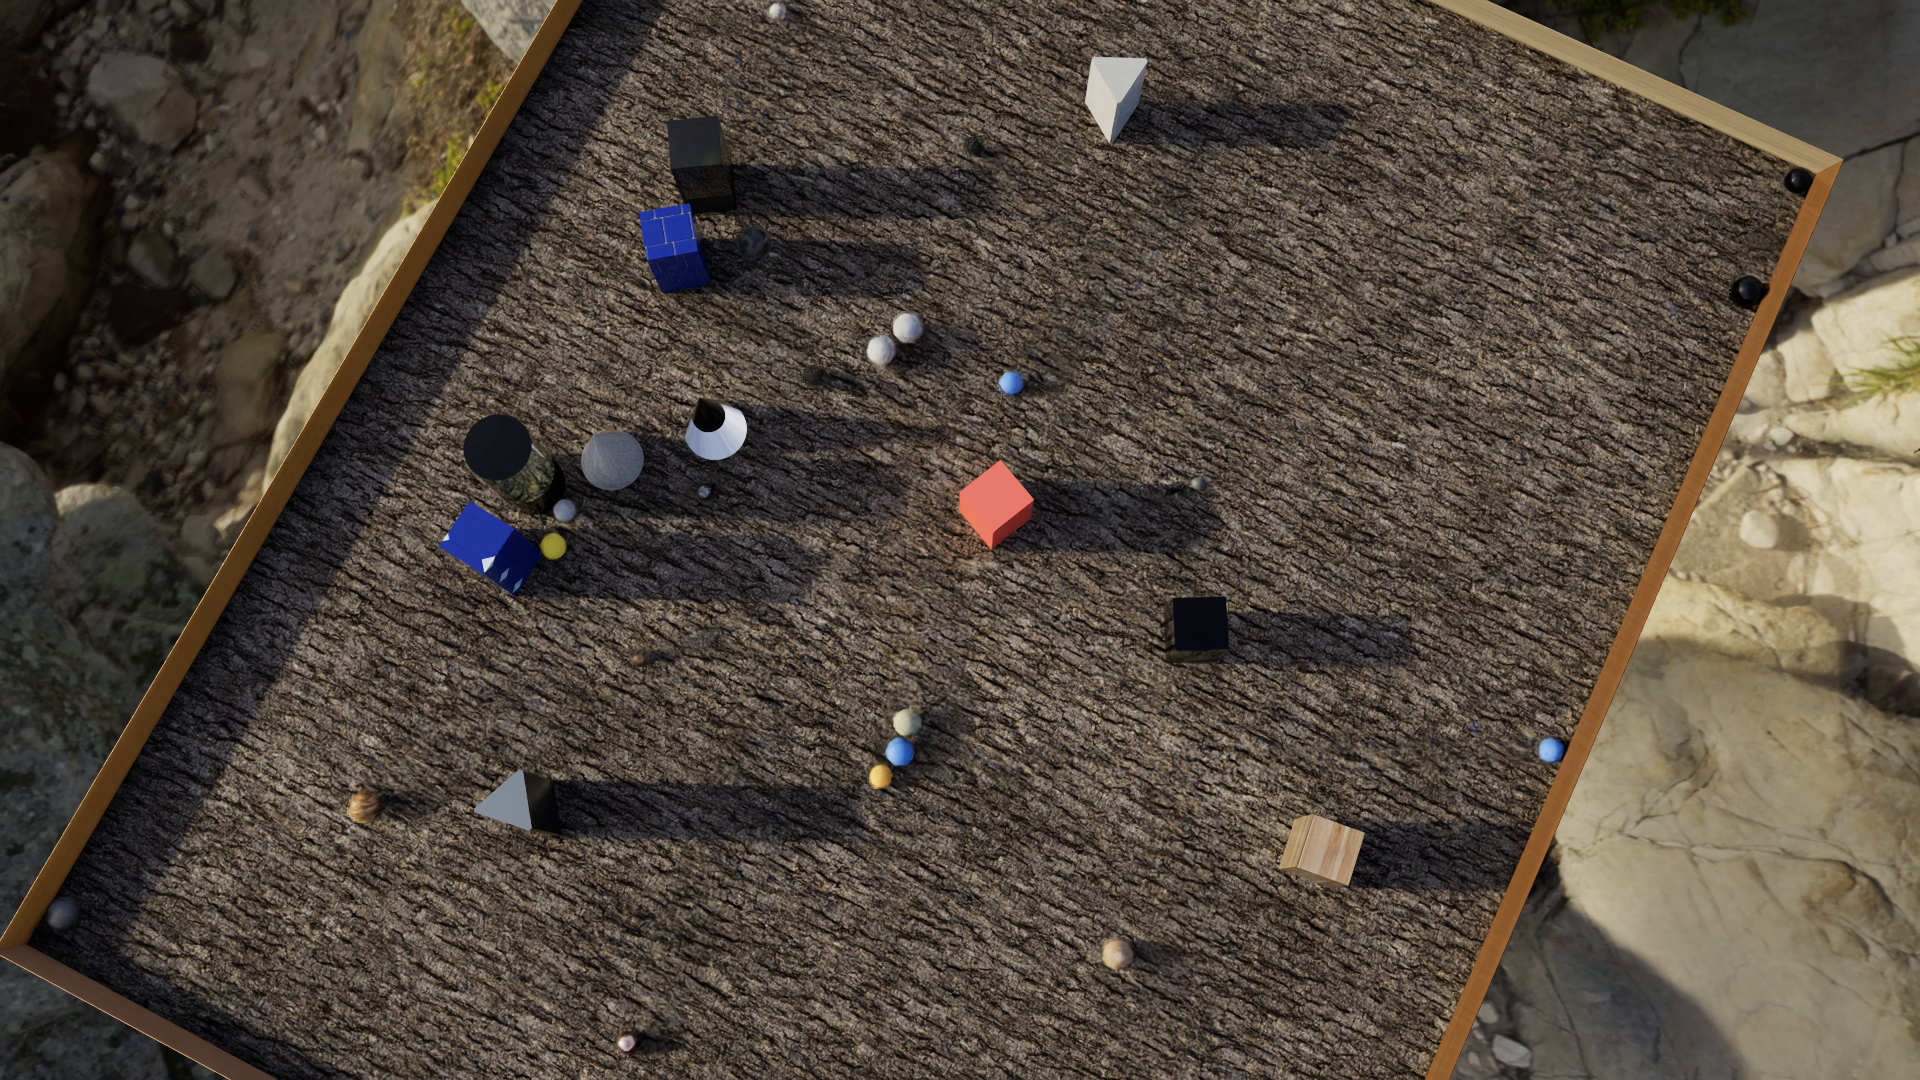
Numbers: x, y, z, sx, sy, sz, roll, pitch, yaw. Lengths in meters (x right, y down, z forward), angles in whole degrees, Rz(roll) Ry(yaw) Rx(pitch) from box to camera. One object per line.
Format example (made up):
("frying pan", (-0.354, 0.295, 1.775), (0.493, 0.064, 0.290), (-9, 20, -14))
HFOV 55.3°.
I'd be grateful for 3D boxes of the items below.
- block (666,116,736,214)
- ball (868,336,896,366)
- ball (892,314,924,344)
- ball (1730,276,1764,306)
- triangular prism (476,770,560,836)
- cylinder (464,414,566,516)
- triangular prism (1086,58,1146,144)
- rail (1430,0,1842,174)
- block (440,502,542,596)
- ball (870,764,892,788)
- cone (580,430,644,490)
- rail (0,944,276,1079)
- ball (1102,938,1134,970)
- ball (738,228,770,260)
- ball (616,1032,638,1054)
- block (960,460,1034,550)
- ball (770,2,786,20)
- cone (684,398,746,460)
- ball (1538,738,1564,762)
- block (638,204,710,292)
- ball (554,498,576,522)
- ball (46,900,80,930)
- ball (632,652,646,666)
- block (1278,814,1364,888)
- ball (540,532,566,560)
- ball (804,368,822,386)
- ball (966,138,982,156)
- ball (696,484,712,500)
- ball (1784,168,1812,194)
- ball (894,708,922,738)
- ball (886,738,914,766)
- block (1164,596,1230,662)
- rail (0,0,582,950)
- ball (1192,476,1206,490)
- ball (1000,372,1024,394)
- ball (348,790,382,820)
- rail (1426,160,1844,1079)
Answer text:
("block", (-0.796, -1.156, 5.672), (0.155, 0.360, 0.155), (-6, 78, -1))
("ball", (-0.244, -0.589, 5.692), (0.090, 0.090, 0.090), (0, 78, 0))
("ball", (-0.162, -0.658, 5.704), (0.095, 0.095, 0.095), (0, 78, 0))
("ball", (2.461, -0.778, 5.728), (0.097, 0.097, 0.097), (0, 78, 0))
("triangular prism", (-1.241, 0.745, 5.263), (0.168, 0.390, 0.146), (18, 79, 4))
("cylinder", (-1.314, -0.218, 5.429), (0.194, 0.455, 0.194), (0, 78, 0))
("triangular prism", (0.467, -1.409, 5.756), (0.146, 0.299, 0.168), (31, 80, 6))
("rail", (1.027, -2.004, 5.966), (3.869, 0.126, 0.045), (26, 80, 5))
("block", (-1.381, 0.031, 5.419), (0.155, 0.374, 0.155), (31, 80, 6))
("ball", (-0.234, 0.701, 5.437), (0.068, 0.068, 0.068), (0, 78, 0))
("cone", (-1.075, -0.278, 5.521), (0.194, 0.300, 0.194), (0, 78, 0))
("rail", (-1.027, 2.017, 5.134), (3.869, 0.126, 0.045), (26, 80, 5))
("ball", (0.458, 1.204, 5.322), (0.089, 0.089, 0.089), (0, 78, 0))
("ball", (-0.647, -0.932, 5.760), (0.097, 0.097, 0.097), (0, 78, 0))
("ball", (-0.959, 1.450, 5.284), (0.063, 0.063, 0.063), (0, 78, 0))
("block", (0.108, -0.103, 5.506), (0.155, 0.258, 0.155), (-38, 81, -7))
("ball", (-0.590, -1.715, 5.945), (0.052, 0.052, 0.052), (0, 78, 0))
("cone", (-0.759, -0.379, 5.512), (0.194, 0.358, 0.194), (0, 78, 0))
("ball", (1.759, 0.626, 5.450), (0.073, 0.073, 0.073), (0, 78, 0))
("block", (-0.877, -0.897, 5.653), (0.155, 0.293, 0.155), (-11, 79, -2))
("ball", (-1.208, -0.092, 5.601), (0.068, 0.068, 0.068), (0, 78, 0))
("ball", (-2.617, 1.093, 5.344), (0.090, 0.090, 0.090), (0, 78, 0))
("ball", (-0.967, 0.358, 5.522), (0.040, 0.040, 0.040), (0, 78, 0))
("block", (1.041, 0.899, 5.288), (0.155, 0.279, 0.155), (19, 79, 4))
("ball", (-1.237, 0.018, 5.572), (0.079, 0.079, 0.079), (0, 78, 0))
("ball", (-0.454, -0.507, 5.693), (0.056, 0.056, 0.056), (0, 78, 0))
("ball", (0.046, -1.252, 5.848), (0.054, 0.054, 0.054), (0, 78, 0))
("ball", (-0.783, -0.148, 5.622), (0.050, 0.050, 0.050), (0, 78, 0))
("ball", (2.657, -1.136, 5.810), (0.081, 0.081, 0.081), (0, 78, 0))
("ball", (-0.156, 0.545, 5.460), (0.086, 0.086, 0.086), (0, 78, 0))
("ball", (-0.177, 0.630, 5.443), (0.085, 0.085, 0.085), (0, 78, 0))
("block", (0.697, 0.268, 5.430), (0.155, 0.256, 0.155), (-2, 78, 0))
("rail", (-1.709, -0.830, 5.723), (0.045, 0.126, 4.639), (26, 80, 5))
("ball", (0.732, -0.174, 5.631), (0.042, 0.042, 0.042), (0, 78, 0))
("ball", (0.160, -0.487, 5.680), (0.073, 0.073, 0.073), (0, 78, 0))
("ball", (-1.755, 0.783, 5.408), (0.092, 0.092, 0.092), (0, 78, 0))
("rail", (1.709, 0.843, 5.377), (0.045, 0.126, 4.639), (26, 80, 5))
